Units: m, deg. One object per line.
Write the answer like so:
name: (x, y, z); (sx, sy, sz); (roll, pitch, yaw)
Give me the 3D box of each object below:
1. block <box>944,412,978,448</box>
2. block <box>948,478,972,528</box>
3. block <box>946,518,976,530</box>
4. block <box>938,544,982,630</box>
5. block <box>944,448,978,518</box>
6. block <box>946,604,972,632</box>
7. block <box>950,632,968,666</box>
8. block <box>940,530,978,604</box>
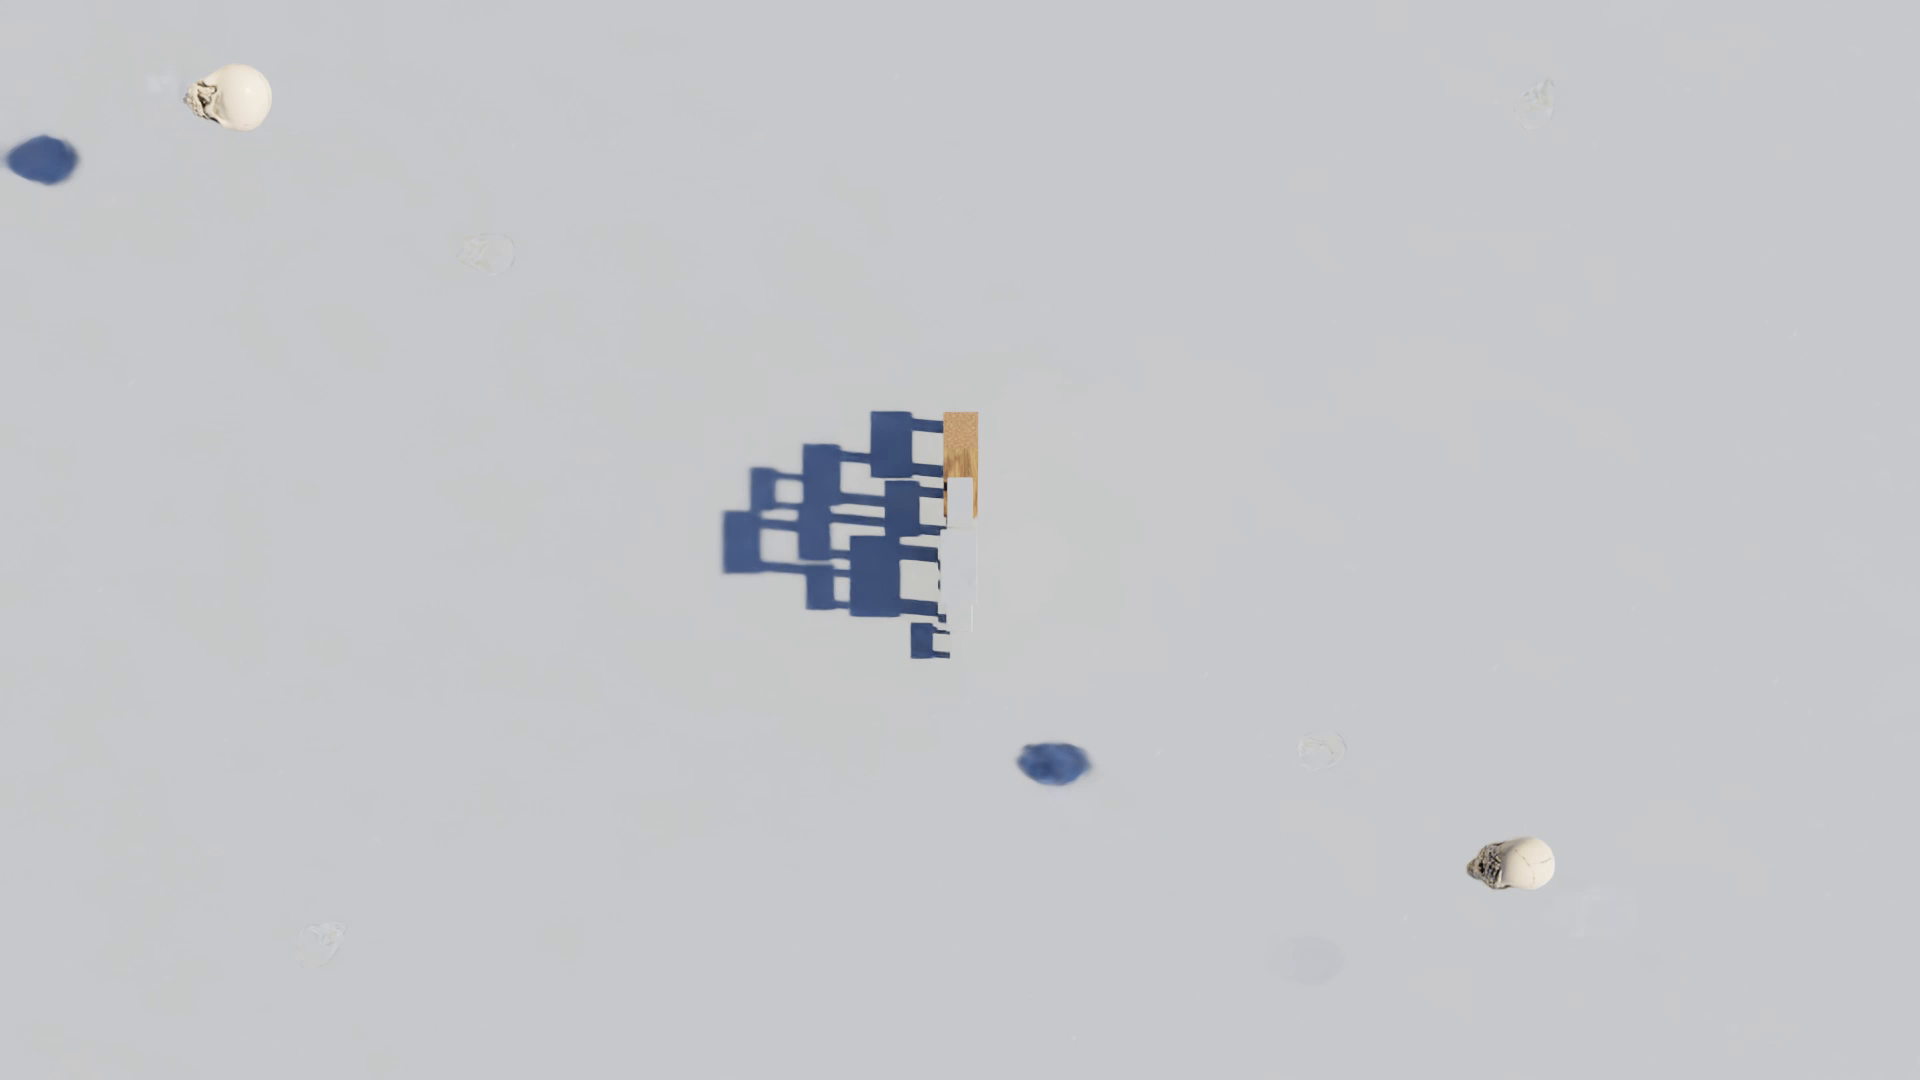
block: (0.002, -0.296, 5.262); (0.111, 0.031, 0.222); (0, 90, 0)
block: (0.000, -0.109, 4.826); (0.074, 0.021, 0.148); (0, 90, 0)
block: (0.005, 0.026, 4.997); (0.090, 0.026, 0.181); (0, 90, 0)
block: (-0.001, 0.147, 5.210); (0.135, 0.038, 0.271); (0, 90, 0)
block: (0.002, -0.174, 5.024); (0.104, 0.029, 0.208); (0, 90, 0)
block: (-0.002, 0.199, 5.023); (0.078, 0.022, 0.157); (0, 90, 0)
block: (-0.003, 0.348, 5.372); (0.060, 0.017, 0.120); (0, 90, 0)
block: (-0.003, 0.076, 4.757); (0.106, 0.030, 0.212); (0, 90, 0)
